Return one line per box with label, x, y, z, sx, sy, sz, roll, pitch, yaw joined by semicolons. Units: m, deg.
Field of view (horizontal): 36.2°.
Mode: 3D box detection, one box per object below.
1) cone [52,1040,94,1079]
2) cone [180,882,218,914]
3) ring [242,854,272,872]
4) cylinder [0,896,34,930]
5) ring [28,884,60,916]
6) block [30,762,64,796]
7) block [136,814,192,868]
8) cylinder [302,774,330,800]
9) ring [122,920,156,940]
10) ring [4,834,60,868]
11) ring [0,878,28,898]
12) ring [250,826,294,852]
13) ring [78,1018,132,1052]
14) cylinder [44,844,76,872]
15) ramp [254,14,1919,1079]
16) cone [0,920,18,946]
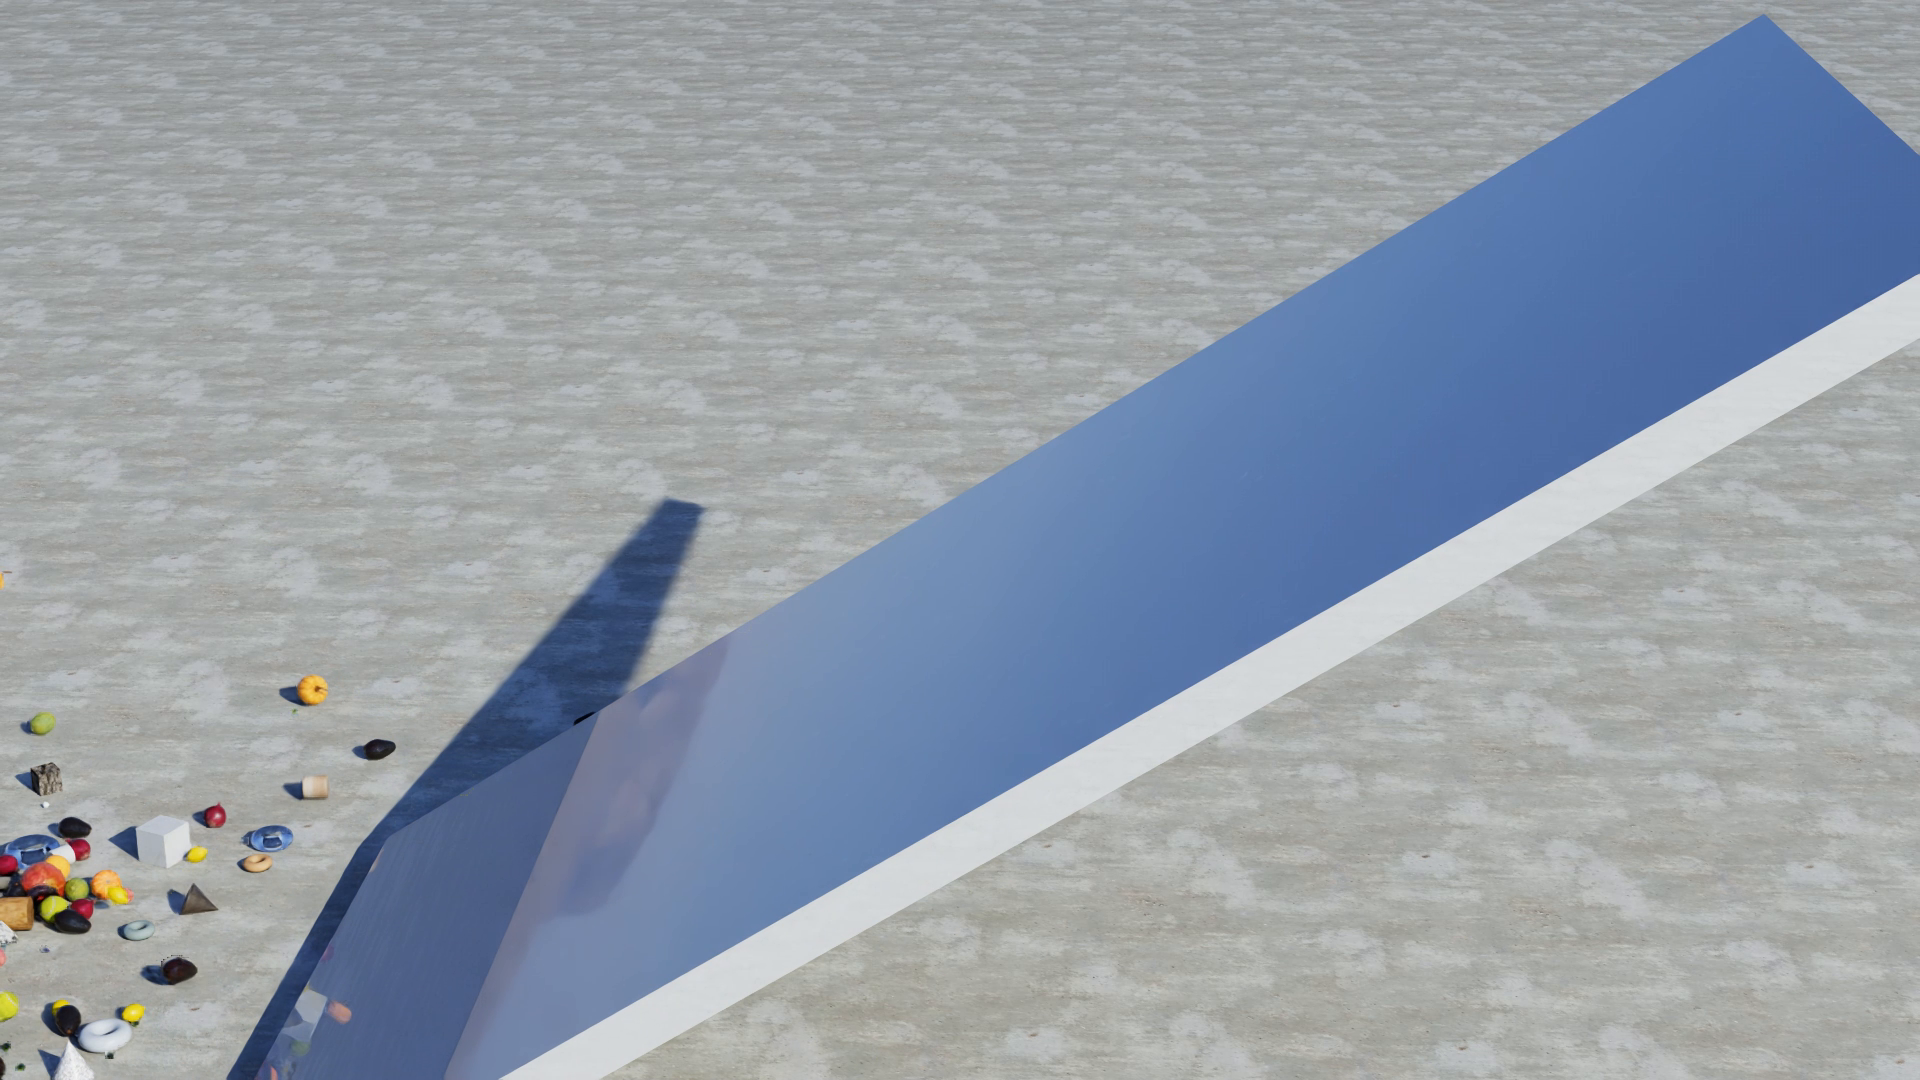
cone;-2.026;1.182;6.701;0.096;0.096;0.096;0;20;0
cone;-1.926;0.926;7.478;0.086;0.086;0.086;23;15;-15
ring;-1.842;0.847;7.711;0.077;0.026;0.077;-1;21;0
cylinder;-2.376;0.938;7.379;0.084;0.084;0.084;-2;20;-6
ring;-2.324;0.913;7.448;0.087;0.087;0.029;-11;26;-28
block;-2.532;0.663;8.153;0.064;0.064;0.064;-14;24;-33
block;-2.099;0.795;7.752;0.095;0.095;0.095;10;22;25
cylinder;-1.774;0.681;8.105;0.065;0.065;0.065;-2;20;-4
ring;-2.055;0.977;7.359;0.080;0.027;0.080;-1;19;0
ring;-2.444;0.821;7.751;0.143;0.048;0.143;0;22;0
ring;-2.454;0.905;7.525;0.139;0.046;0.139;1;19;0
ring;-1.833;0.795;7.836;0.113;0.038;0.113;0;21;0
ring;-1.993;1.155;6.855;0.122;0.041;0.122;0;19;0
cylinder;-2.358;0.832;7.708;0.055;0.055;0.055;15;25;36
ramp;0.139;0.171;6.295;4.000;0.100;2.000;-31;15;14
cone;-2.392;0.995;7.298;0.077;0.077;0.077;17;53;39
